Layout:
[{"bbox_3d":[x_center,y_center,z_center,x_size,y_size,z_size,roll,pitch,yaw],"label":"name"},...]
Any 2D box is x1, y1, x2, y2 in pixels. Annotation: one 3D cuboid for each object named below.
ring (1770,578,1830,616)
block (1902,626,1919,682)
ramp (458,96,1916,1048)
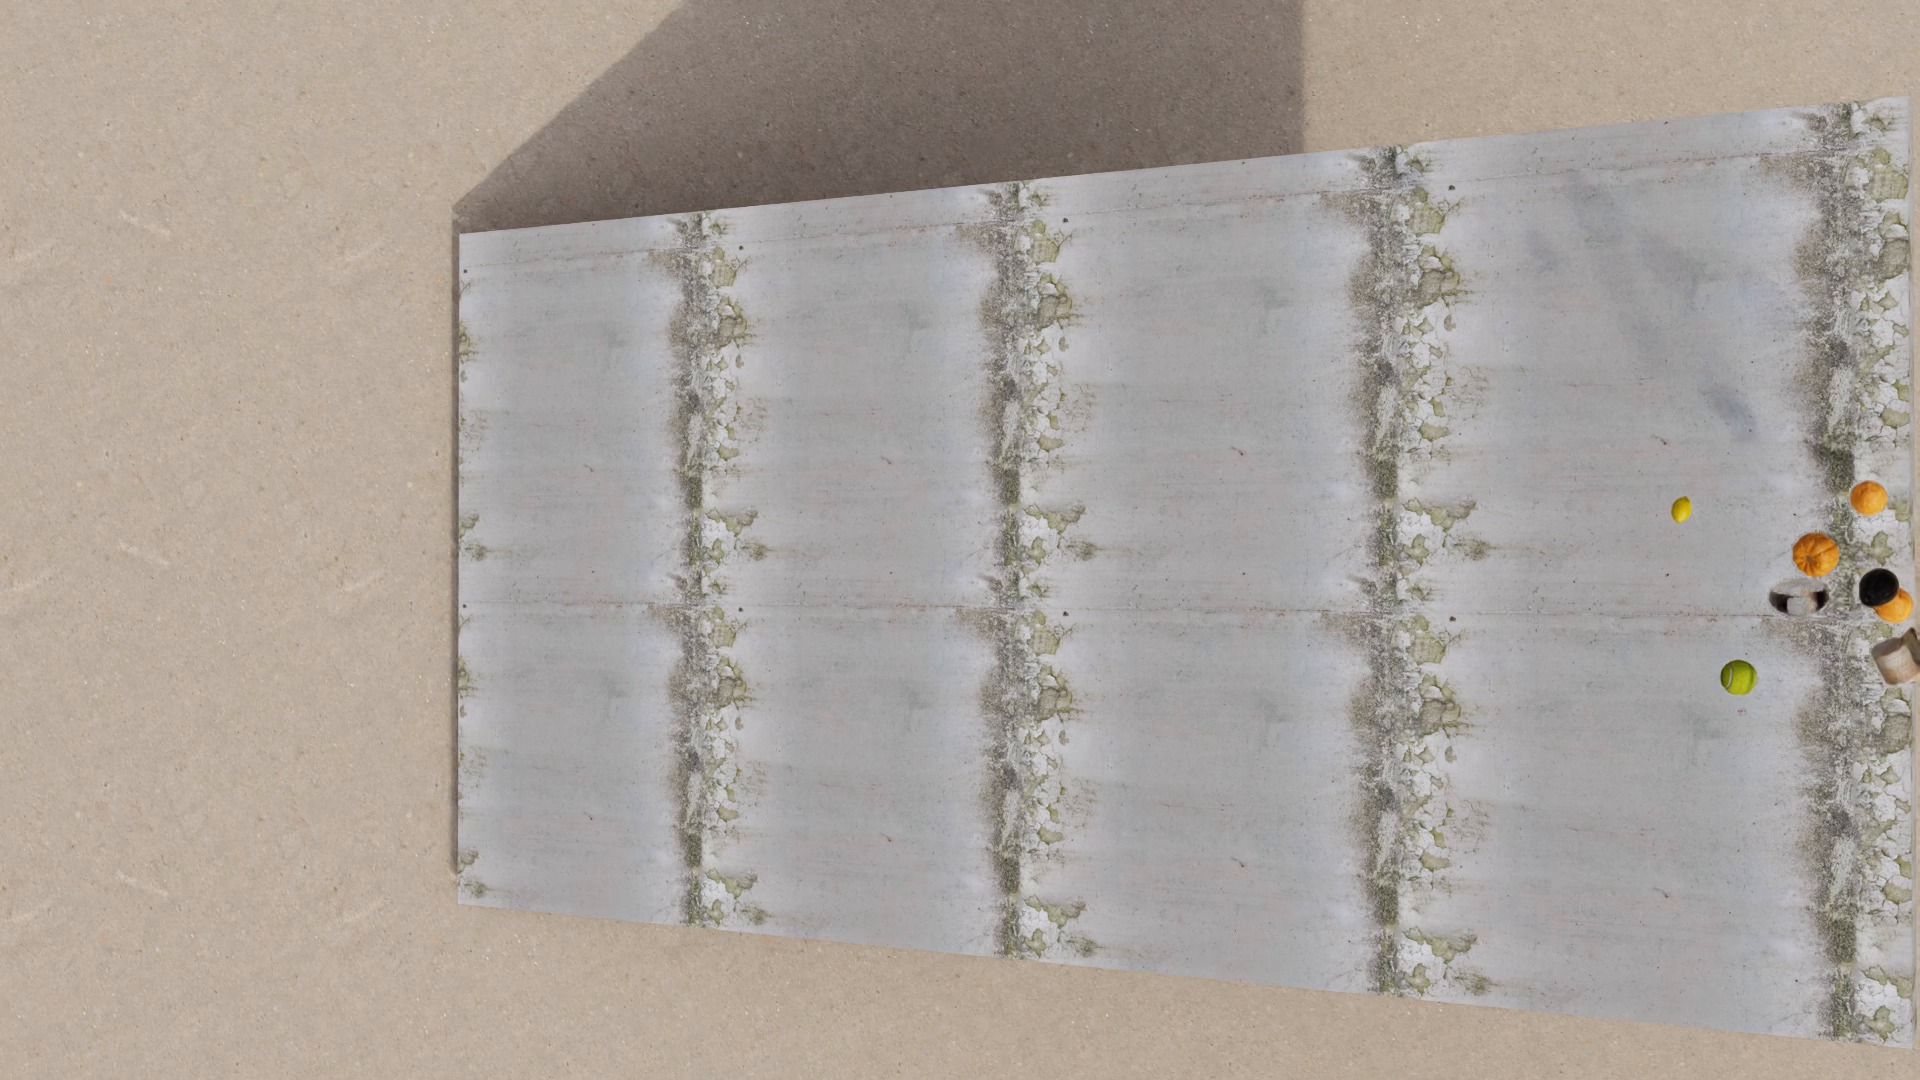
[{"bbox_3d":[1.599,0.108,4.189,0.109,0.109,0.036,-15,114,0],"label":"ring"},{"bbox_3d":[1.725,0.205,3.931,0.071,0.071,0.071,5,54,-13],"label":"block"},{"bbox_3d":[0.272,0.076,5.636,4.000,0.100,2.000,0,89,29],"label":"ramp"}]
